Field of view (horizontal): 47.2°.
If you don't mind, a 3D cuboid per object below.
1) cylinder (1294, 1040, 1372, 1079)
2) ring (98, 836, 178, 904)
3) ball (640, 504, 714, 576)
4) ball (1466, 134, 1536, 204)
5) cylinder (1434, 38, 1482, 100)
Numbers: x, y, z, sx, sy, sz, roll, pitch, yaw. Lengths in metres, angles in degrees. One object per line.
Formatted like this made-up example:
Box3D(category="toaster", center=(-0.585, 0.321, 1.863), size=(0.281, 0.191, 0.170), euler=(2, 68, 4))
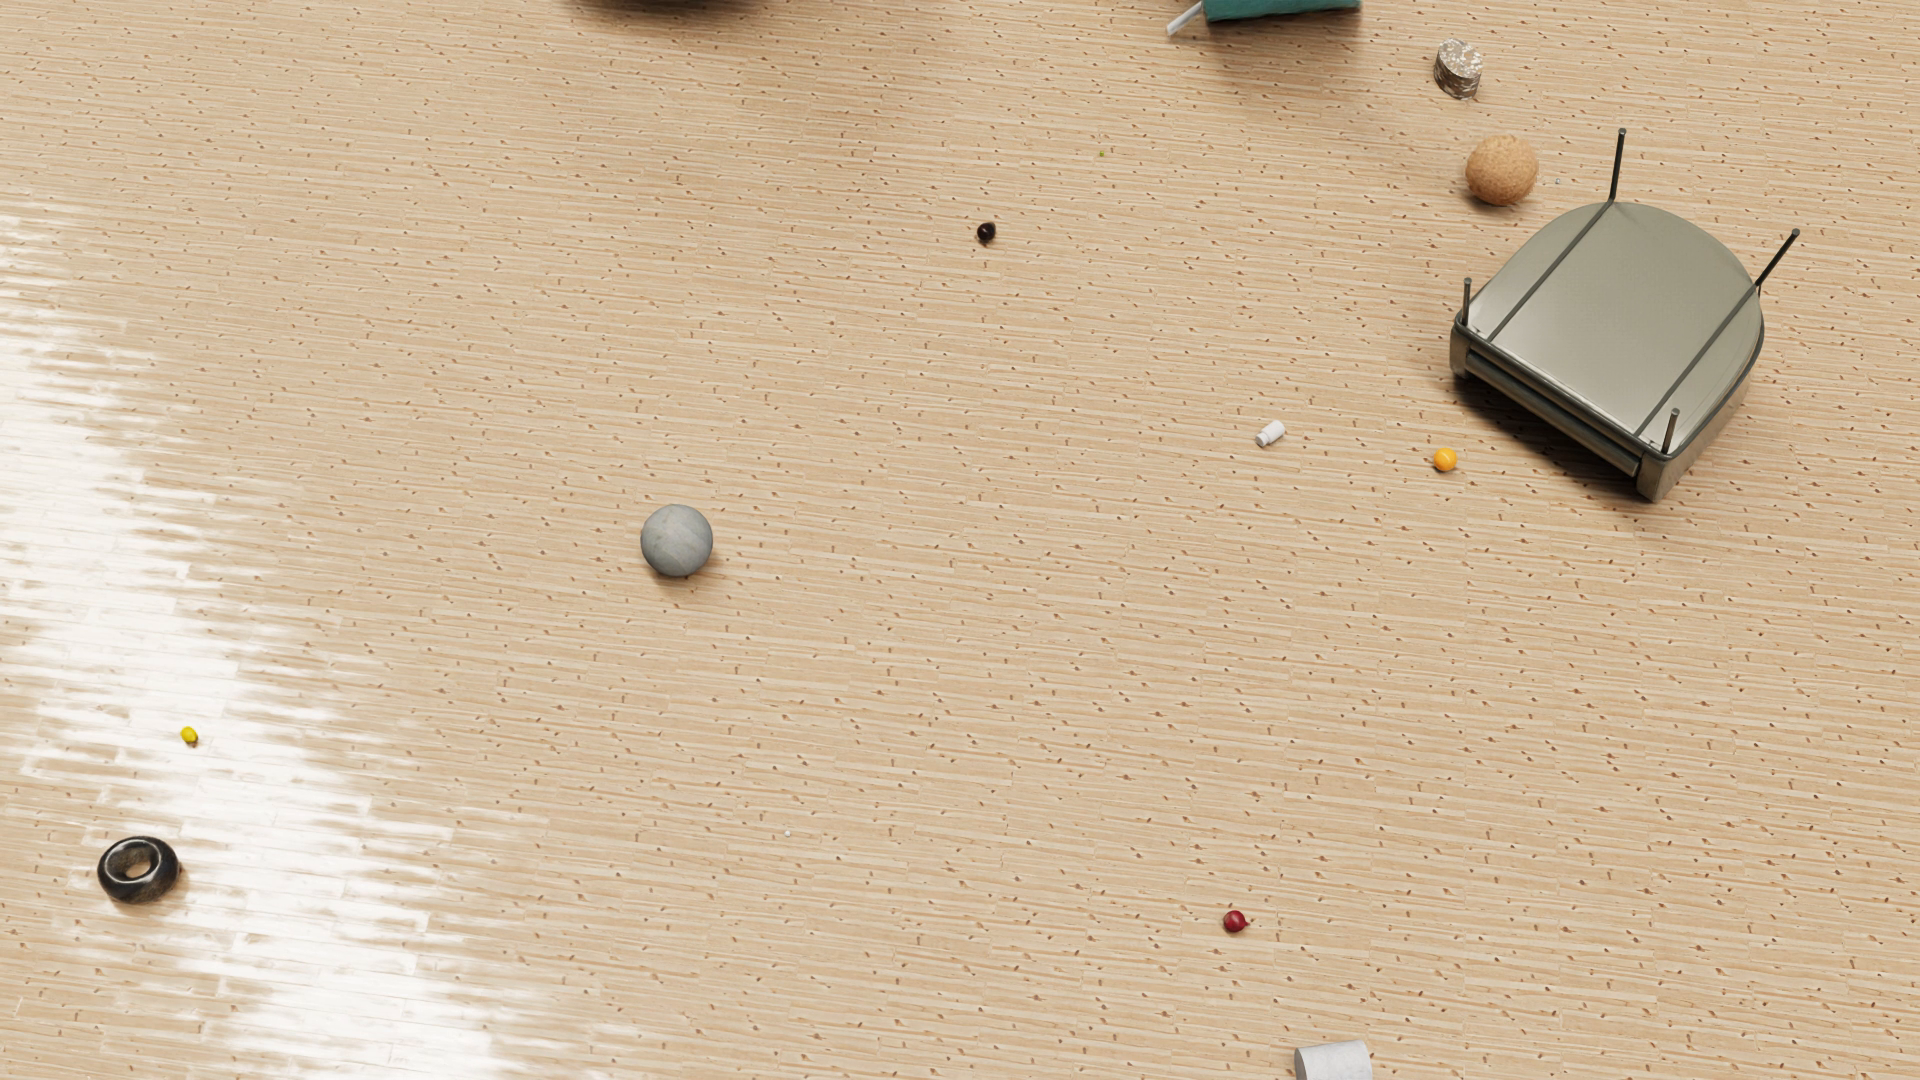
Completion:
Box3D(category="cylinder", center=(0.948, 1.348, 5.588), size=(0.166, 0.136, 0.136), euler=(-7, 28, -5))
Box3D(category="ring", center=(-2.211, 0.886, 5.917), size=(0.212, 0.105, 0.183), euler=(-5, 58, -5))
Box3D(category="ball", center=(-0.830, 0.001, 6.445), size=(0.213, 0.213, 0.213), euler=(0, 56, 0))
Box3D(category="ball", center=(1.786, -1.221, 7.256), size=(0.228, 0.228, 0.228), euler=(0, 56, 0))
Box3D(category="cylinder", center=(1.722, -1.628, 7.604), size=(0.135, 0.105, 0.201), euler=(-16, 58, -11))
